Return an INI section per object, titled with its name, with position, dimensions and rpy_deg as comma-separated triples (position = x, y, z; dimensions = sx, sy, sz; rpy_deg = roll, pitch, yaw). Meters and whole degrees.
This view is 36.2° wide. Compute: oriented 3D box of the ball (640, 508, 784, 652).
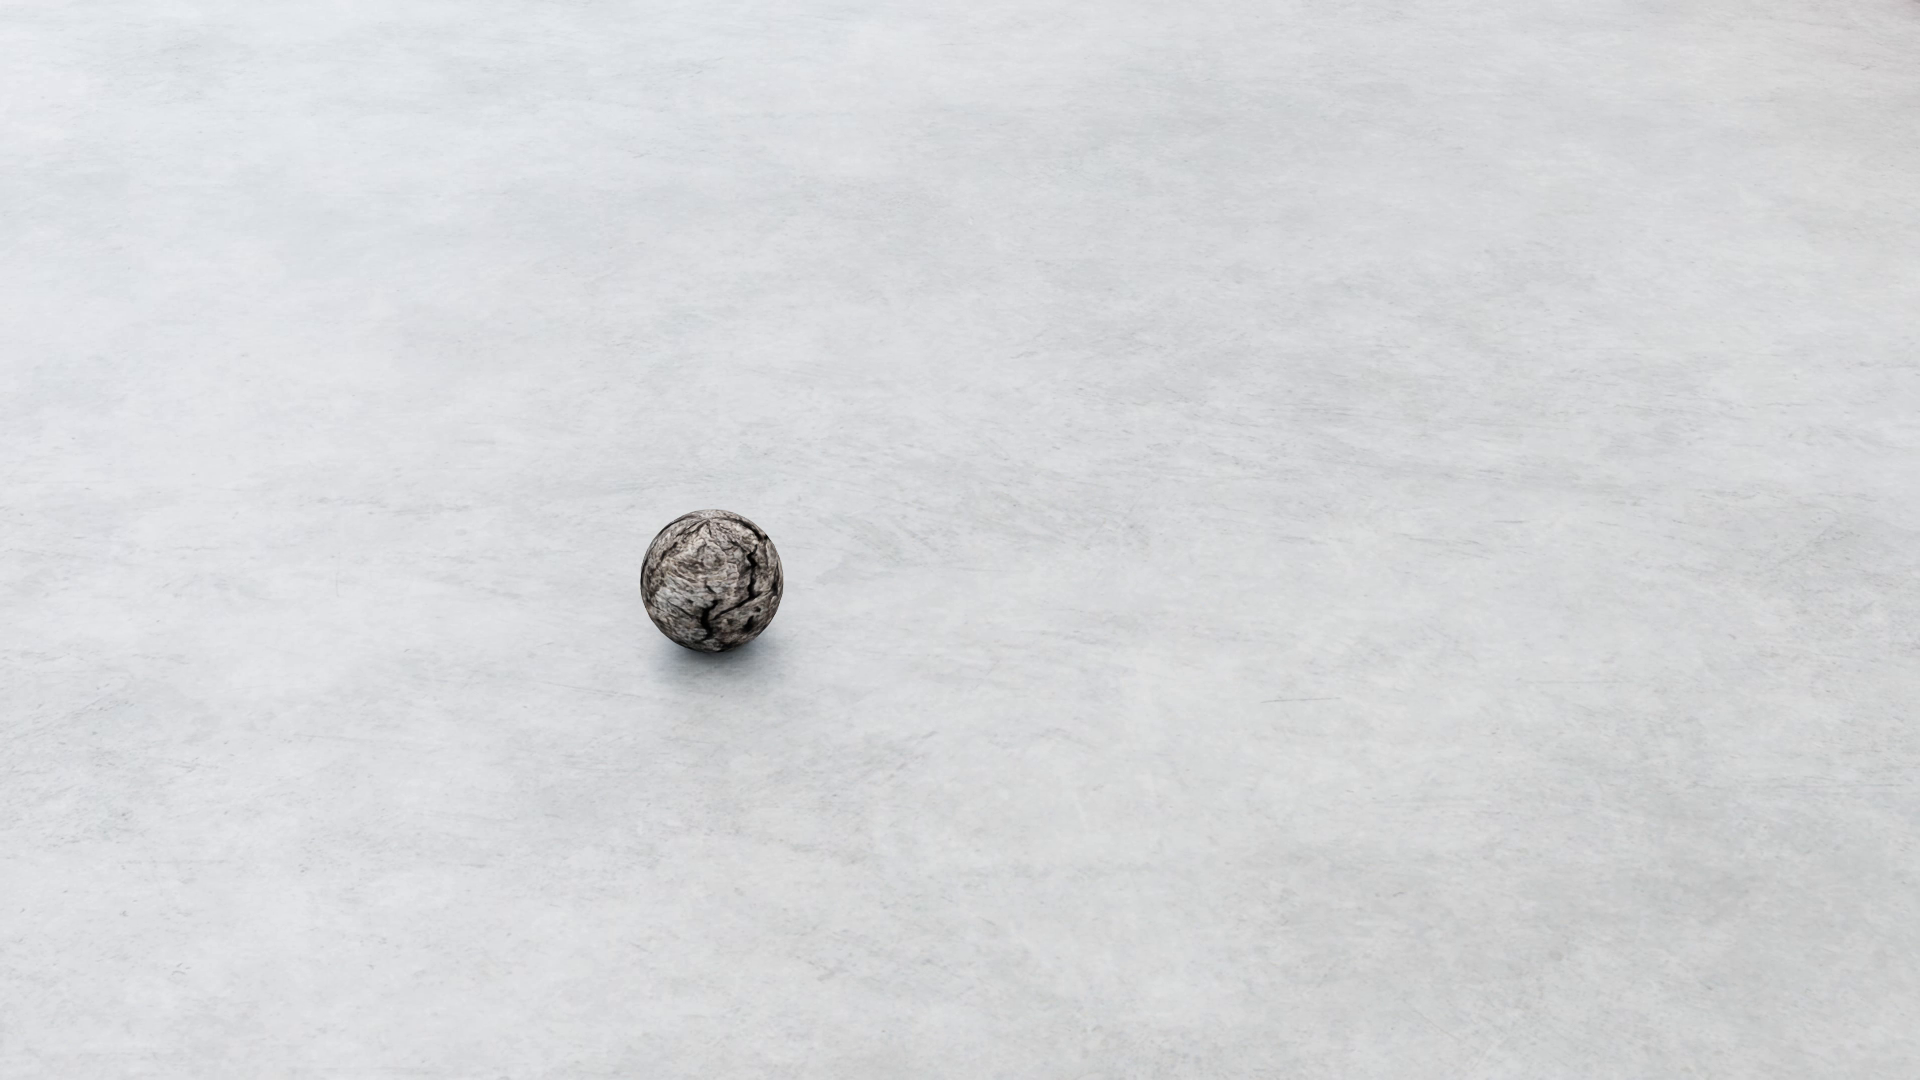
[ball]
position = -0.137, 0.023, 1.628
dimensions = 0.080, 0.080, 0.080
rpy_deg = 0, 30, 0
